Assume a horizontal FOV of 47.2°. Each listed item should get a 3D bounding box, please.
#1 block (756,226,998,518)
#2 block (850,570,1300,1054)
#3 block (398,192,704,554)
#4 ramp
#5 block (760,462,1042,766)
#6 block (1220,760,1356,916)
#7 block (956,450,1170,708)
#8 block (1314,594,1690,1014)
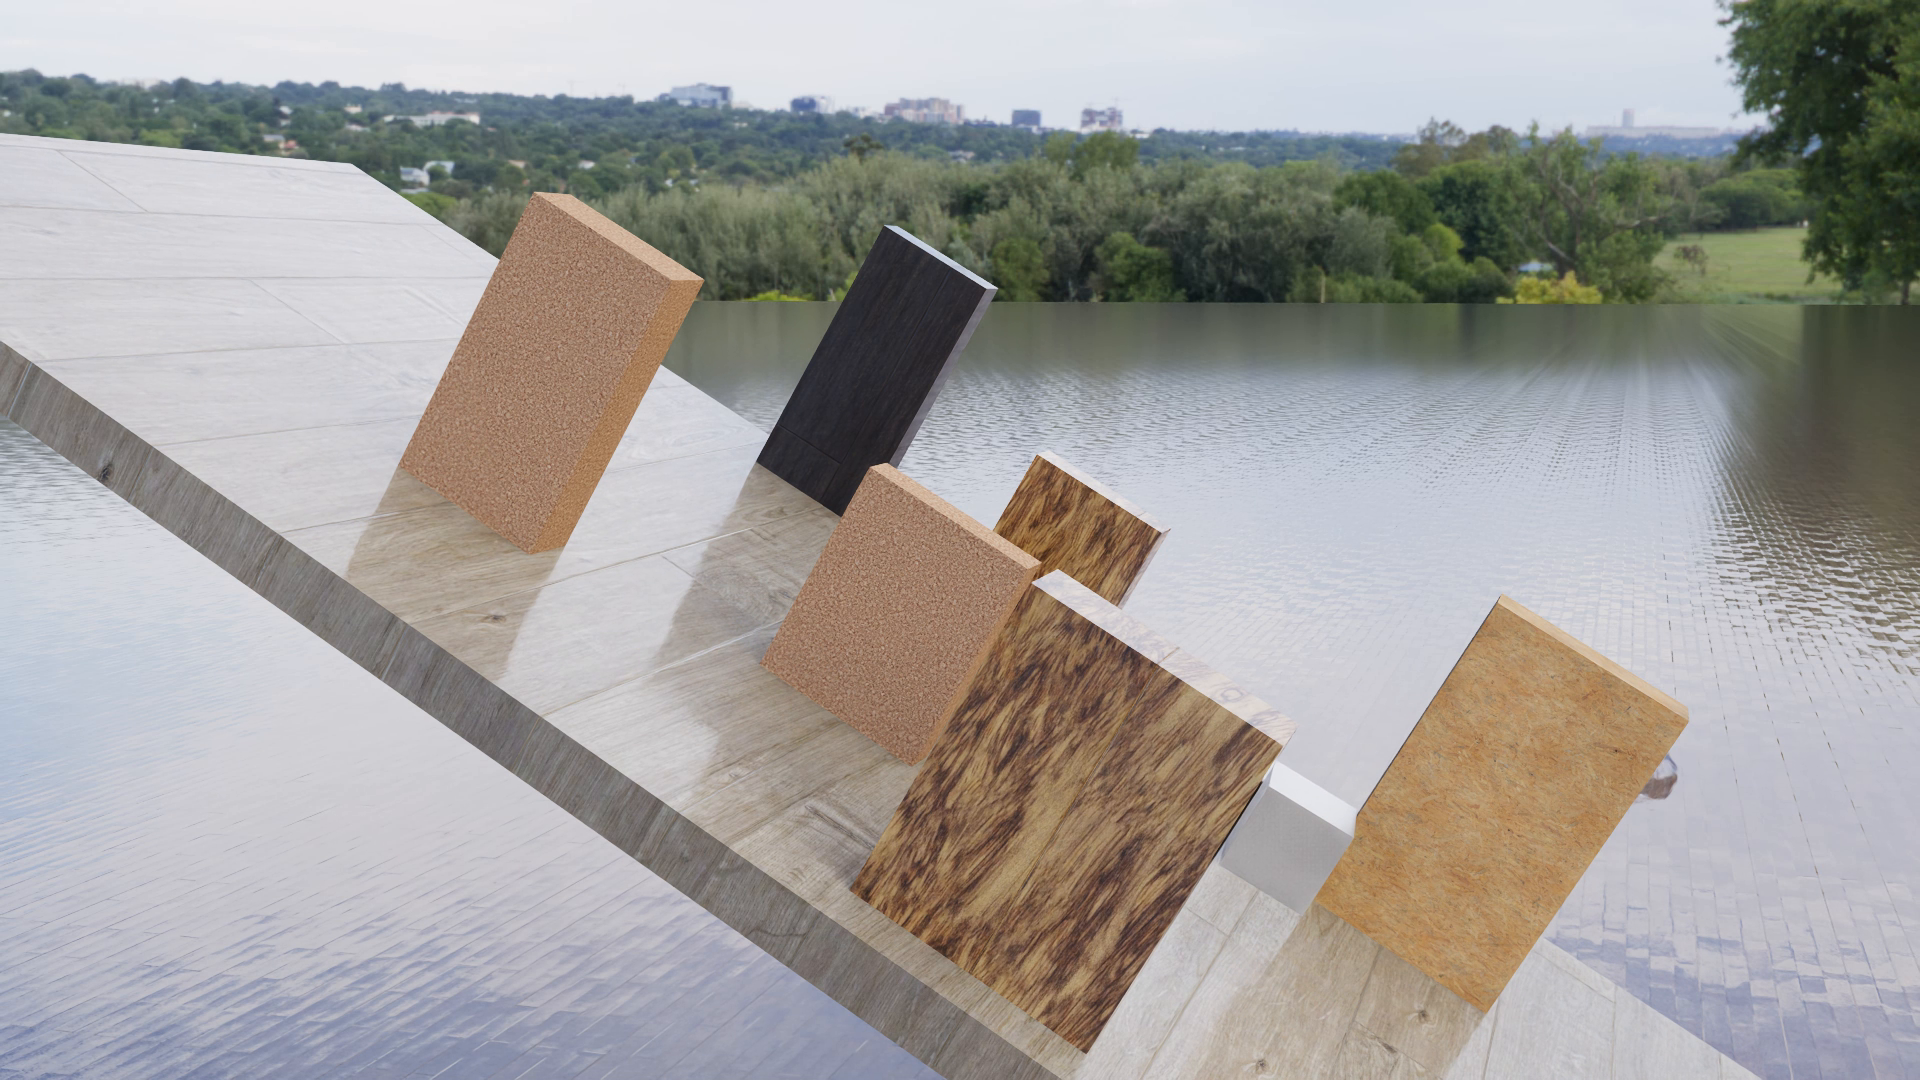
[{"bbox_3d":[-0.188,-0.364,4.882,0.271,0.607,0.090,33,15,11],"label":"block"},{"bbox_3d":[0.162,0.388,3.177,0.415,0.540,0.150,33,15,11],"label":"block"},{"bbox_3d":[-0.701,-0.285,3.762,0.289,0.538,0.132,33,15,11],"label":"block"},{"bbox_3d":[-0.177,0.291,4.124,4.000,0.100,2.000,33,15,11],"label":"ramp"},{"bbox_3d":[-0.105,0.128,3.797,0.324,0.407,0.089,33,15,11],"label":"block"},{"bbox_3d":[0.627,0.566,4.194,0.182,0.182,0.182,31,15,5],"label":"block"},{"bbox_3d":[0.147,0.118,4.137,0.274,0.498,0.087,33,15,11],"label":"block"},{"bbox_3d":[1.015,0.499,4.179,0.400,0.678,0.134,33,15,11],"label":"block"}]
